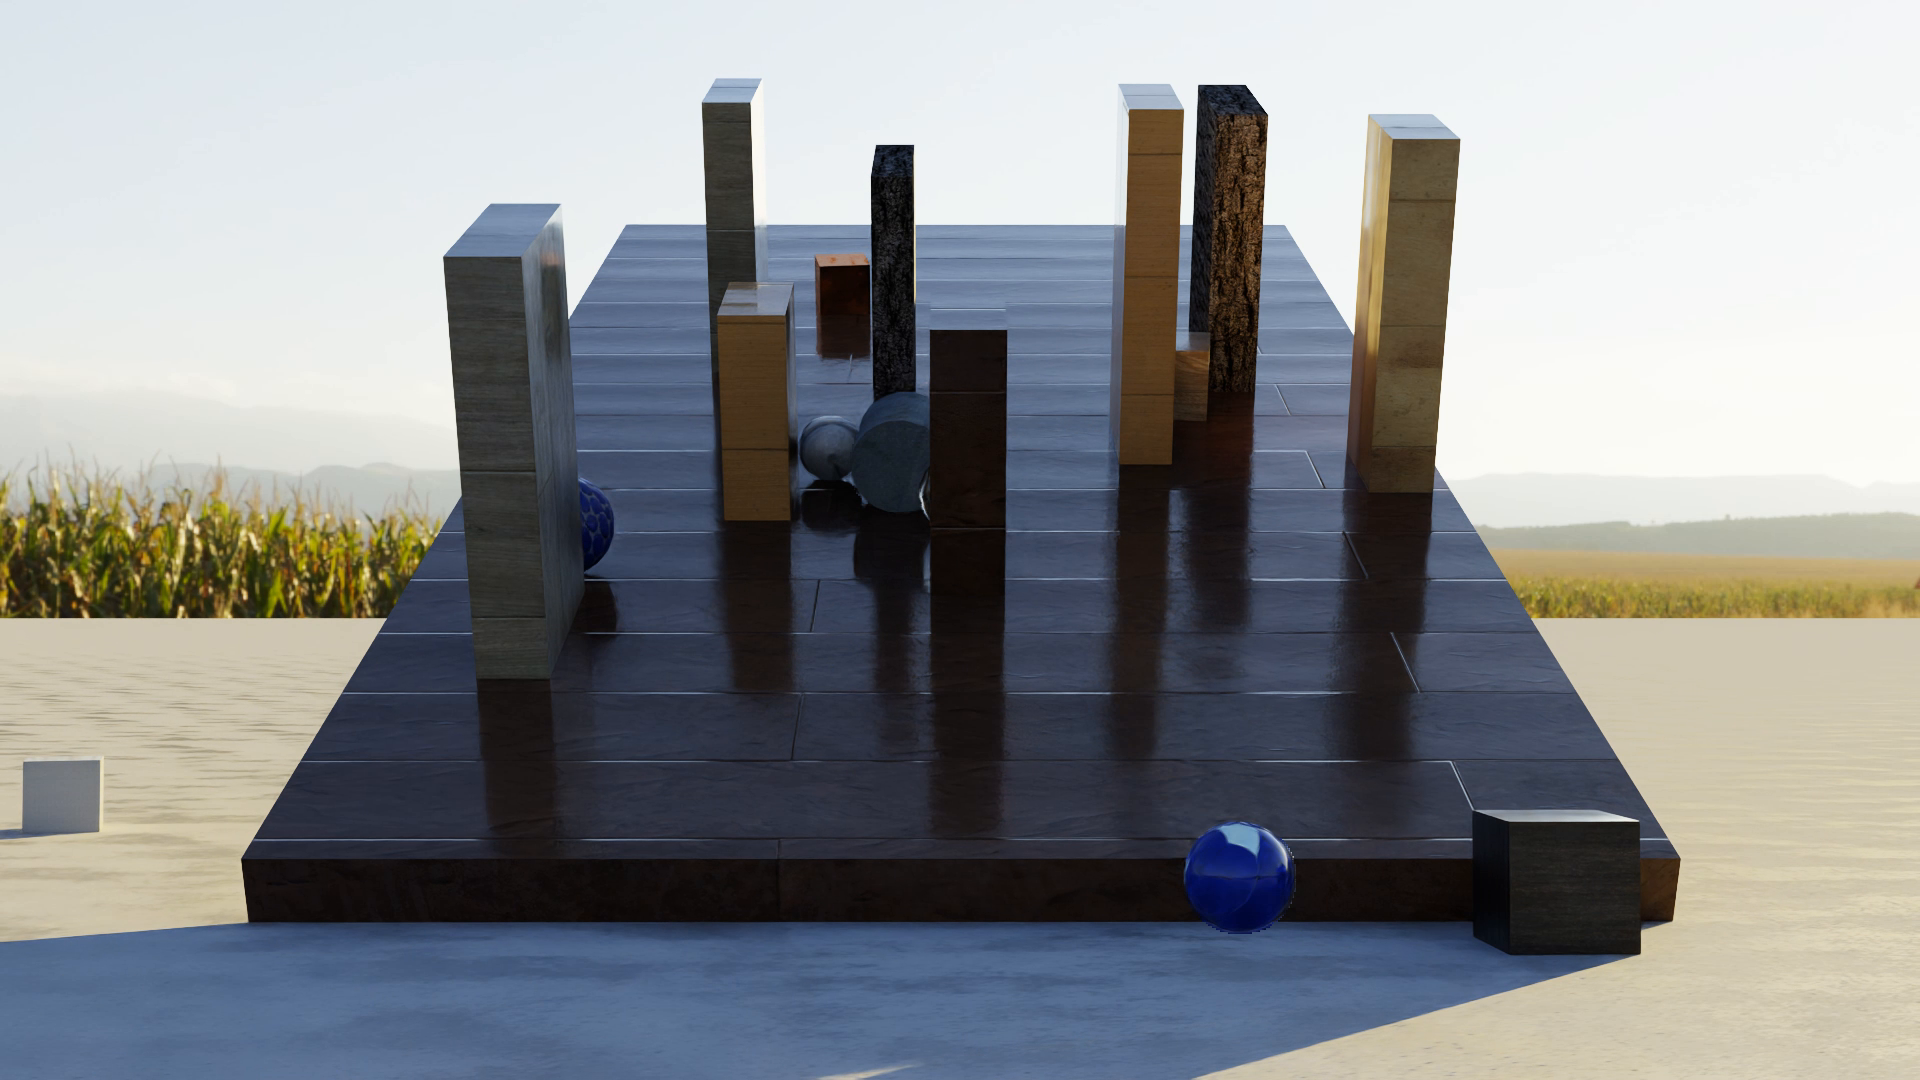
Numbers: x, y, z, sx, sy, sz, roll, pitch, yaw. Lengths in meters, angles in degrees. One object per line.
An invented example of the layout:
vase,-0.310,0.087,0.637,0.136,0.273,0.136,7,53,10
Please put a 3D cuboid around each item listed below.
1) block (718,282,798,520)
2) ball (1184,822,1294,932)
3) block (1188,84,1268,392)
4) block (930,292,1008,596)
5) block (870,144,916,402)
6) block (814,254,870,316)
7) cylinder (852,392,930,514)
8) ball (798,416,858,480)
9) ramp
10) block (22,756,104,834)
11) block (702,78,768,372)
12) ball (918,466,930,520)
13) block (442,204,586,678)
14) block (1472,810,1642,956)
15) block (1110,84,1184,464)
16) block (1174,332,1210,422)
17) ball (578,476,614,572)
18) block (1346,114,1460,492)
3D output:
block,-0.396,-0.277,4.491,0.129,0.413,0.257,0,21,0
ball,0.367,0.443,2.995,0.144,0.144,0.144,0,-2,0
block,0.625,-0.715,5.345,0.114,0.639,0.420,0,21,0
block,0.014,-0.177,4.113,0.133,0.492,0.263,0,21,0
block,-0.137,-0.490,4.771,0.083,0.617,0.340,0,21,0
block,-0.307,-0.669,5.944,0.130,0.130,0.130,-3,21,-9
cylinder,-0.114,-0.176,4.534,0.192,0.192,0.192,0,20,2
ball,-0.266,-0.189,4.657,0.132,0.132,0.132,0,-2,0
ramp,-0.005,-0.211,5.049,2.000,0.100,4.000,0,21,0
block,-1.791,0.508,4.543,0.142,0.142,0.142,1,-2,-18
block,-0.535,-0.760,5.463,0.113,0.638,0.345,0,21,0
ball,-0.005,-0.090,4.366,0.151,0.151,0.151,0,-2,0
block,-0.733,-0.171,3.788,0.120,0.706,0.387,0,21,0
block,0.777,0.445,2.974,0.169,0.169,0.169,0,-2,-3
block,0.389,-0.561,4.784,0.110,0.742,0.313,0,21,0
block,0.477,-0.370,5.105,0.160,0.160,0.160,2,21,6
ball,-0.724,-0.027,4.147,0.185,0.185,0.185,0,-2,0
block,0.892,-0.480,4.606,0.131,0.717,0.274,0,21,0
